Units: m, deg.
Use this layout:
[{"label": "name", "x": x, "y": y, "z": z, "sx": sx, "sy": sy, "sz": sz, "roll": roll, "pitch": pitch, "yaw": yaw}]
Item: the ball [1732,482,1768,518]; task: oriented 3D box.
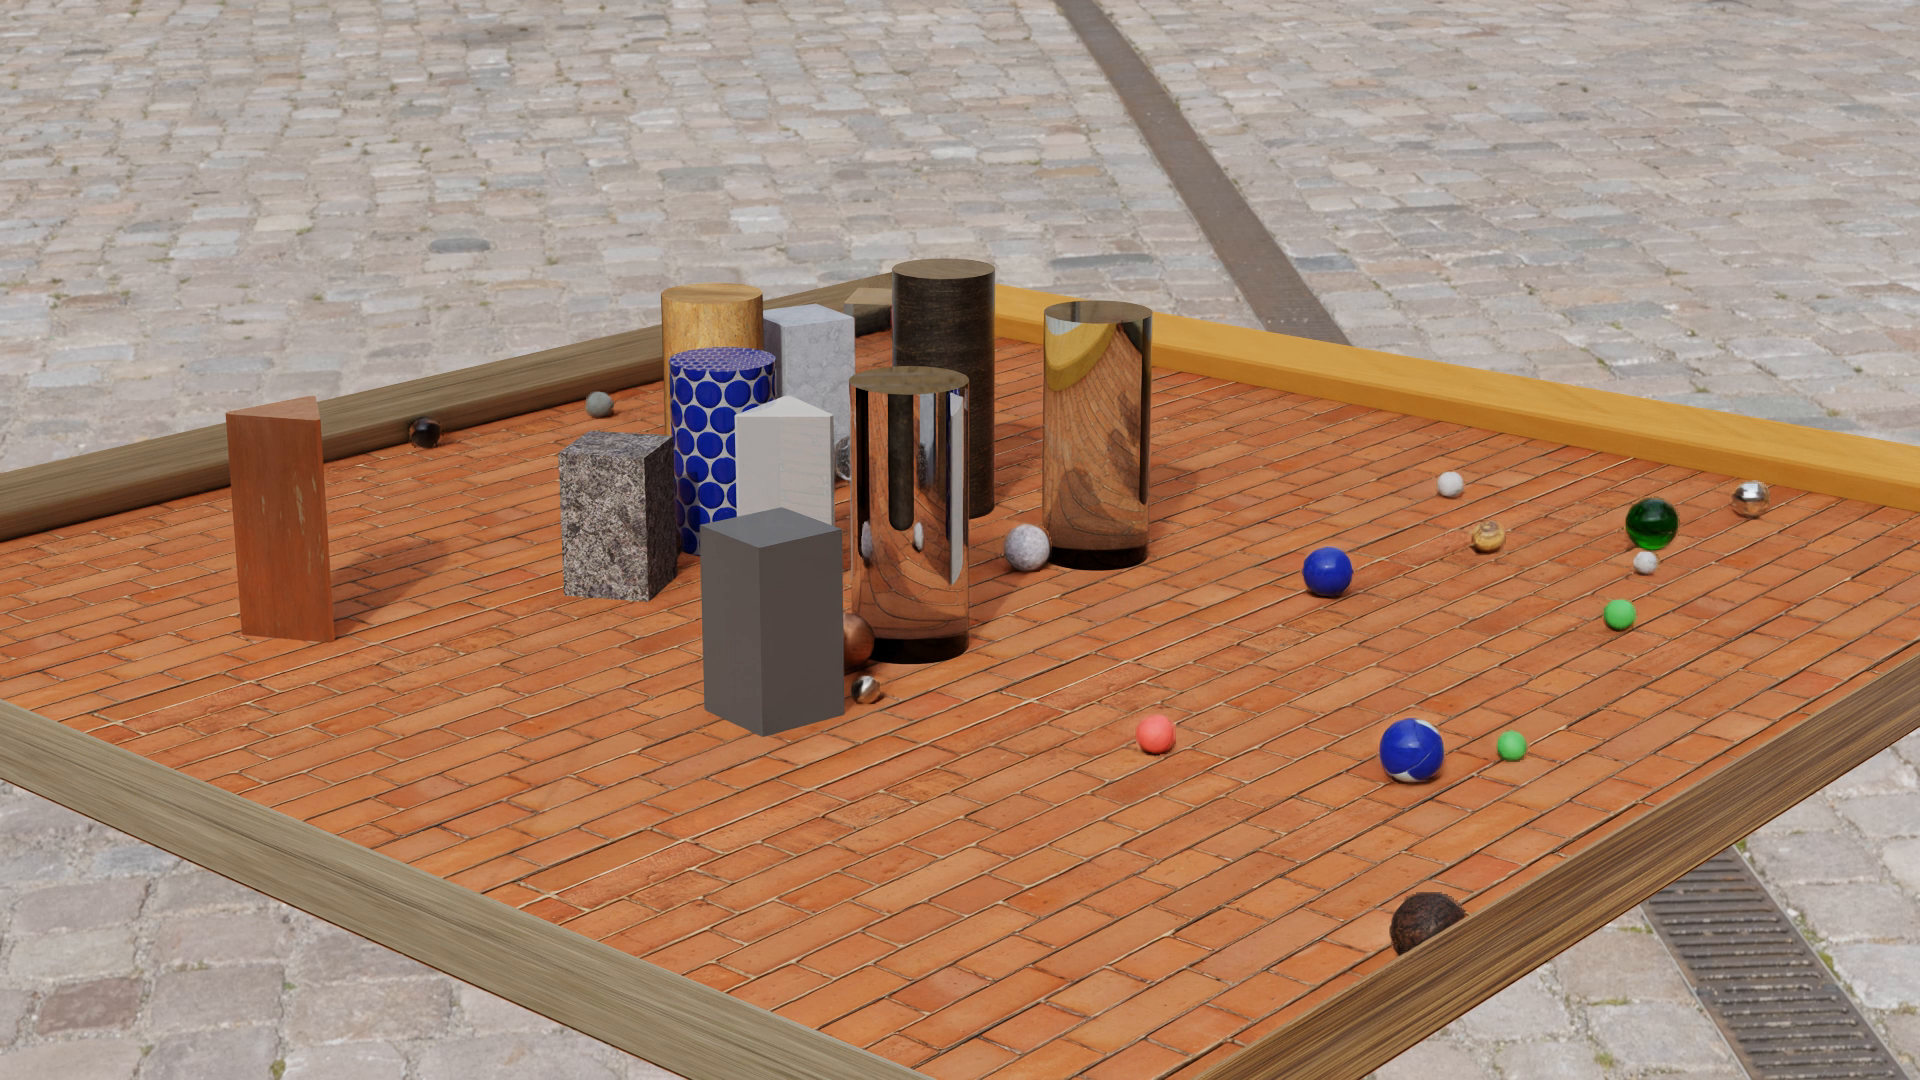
[{"label": "ball", "x": 1.505, "y": -0.077, "z": 5.584, "sx": 0.069, "sy": 0.069, "sz": 0.069, "roll": 0, "pitch": 17, "yaw": 0}]

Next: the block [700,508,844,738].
[{"label": "block", "x": -0.289, "y": 0.124, "z": 4.515, "sx": 0.156, "sy": 0.301, "sz": 0.156, "roll": -13, "pitch": 21, "yaw": -37}]

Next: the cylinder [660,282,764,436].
[{"label": "cylinder", "x": -0.476, "y": -0.281, "z": 5.681, "sx": 0.195, "sy": 0.403, "sz": 0.195, "roll": 0, "pitch": 17, "yaw": 0}]

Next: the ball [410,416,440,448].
[{"label": "ball", "x": -1.109, "y": -0.223, "z": 6.075, "sx": 0.064, "sy": 0.064, "sz": 0.064, "roll": 0, "pitch": 17, "yaw": 0}]

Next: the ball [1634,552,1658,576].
[{"label": "ball", "x": 1.225, "y": 0.041, "z": 5.236, "sx": 0.043, "sy": 0.043, "sz": 0.043, "roll": 0, "pitch": 17, "yaw": 0}]

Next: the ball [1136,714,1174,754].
[{"label": "ball", "x": 0.292, "y": 0.290, "z": 4.384, "sx": 0.058, "sy": 0.058, "sz": 0.058, "roll": 0, "pitch": 17, "yaw": 0}]

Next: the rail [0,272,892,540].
[{"label": "rail", "x": -1.154, "y": -0.258, "z": 6.079, "sx": 0.045, "sy": 0.126, "sz": 3.183, "roll": 14, "pitch": 22, "yaw": 39}]

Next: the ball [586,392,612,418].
[{"label": "ball", "x": -0.776, "y": -0.292, "z": 6.317, "sx": 0.057, "sy": 0.057, "sz": 0.057, "roll": 0, "pitch": 17, "yaw": 0}]

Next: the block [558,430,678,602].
[{"label": "block", "x": -0.598, "y": -0.043, "z": 5.143, "sx": 0.156, "sy": 0.259, "sz": 0.156, "roll": 4, "pitch": 17, "yaw": 13}]

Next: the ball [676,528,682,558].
[{"label": "ball", "x": -0.543, "y": 0.006, "z": 5.275, "sx": 0.088, "sy": 0.088, "sz": 0.088, "roll": 0, "pitch": 17, "yaw": 0}]

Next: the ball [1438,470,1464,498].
[{"label": "ball", "x": 0.957, "y": -0.108, "z": 5.715, "sx": 0.053, "sy": 0.053, "sz": 0.053, "roll": 0, "pitch": 17, "yaw": 0}]

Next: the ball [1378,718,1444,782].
[{"label": "ball", "x": 0.658, "y": 0.306, "z": 4.269, "sx": 0.095, "sy": 0.095, "sz": 0.095, "roll": 0, "pitch": 17, "yaw": 0}]

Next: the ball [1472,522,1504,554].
[{"label": "ball", "x": 0.965, "y": -0.005, "z": 5.361, "sx": 0.059, "sy": 0.059, "sz": 0.059, "roll": 0, "pitch": 17, "yaw": 0}]

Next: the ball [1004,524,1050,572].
[{"label": "ball", "x": 0.120, "y": 0.013, "z": 5.256, "sx": 0.084, "sy": 0.084, "sz": 0.084, "roll": 0, "pitch": 17, "yaw": 0}]

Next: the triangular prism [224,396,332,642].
[{"label": "triangular prism", "x": -1.107, "y": -0.039, "z": 4.915, "sx": 0.168, "sy": 0.382, "sz": 0.146, "roll": 5, "pitch": 17, "yaw": 15}]

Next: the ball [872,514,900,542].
[{"label": "ball", "x": -0.136, "y": -0.022, "z": 5.430, "sx": 0.052, "sy": 0.052, "sz": 0.052, "roll": 0, "pitch": 17, "yaw": 0}]

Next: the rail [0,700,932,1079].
[{"label": "rail", "x": -1.028, "y": 0.374, "z": 3.987, "sx": 3.103, "sy": 0.126, "sz": 0.045, "roll": 14, "pitch": 22, "yaw": 39}]

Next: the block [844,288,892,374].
[{"label": "block", "x": -0.148, "y": -0.352, "z": 6.079, "sx": 0.156, "sy": 0.310, "sz": 0.156, "roll": 3, "pitch": 17, "yaw": 9}]

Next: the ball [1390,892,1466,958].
[{"label": "ball", "x": 0.586, "y": 0.489, "z": 3.658, "sx": 0.097, "sy": 0.097, "sz": 0.097, "roll": 0, "pitch": 17, "yaw": 0}]

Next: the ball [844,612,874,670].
[{"label": "ball", "x": -0.185, "y": 0.163, "z": 4.744, "sx": 0.093, "sy": 0.093, "sz": 0.093, "roll": 0, "pitch": 17, "yaw": 0}]

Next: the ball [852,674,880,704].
[{"label": "ball", "x": -0.147, "y": 0.234, "z": 4.595, "sx": 0.045, "sy": 0.045, "sz": 0.045, "roll": 0, "pitch": 17, "yaw": 0}]

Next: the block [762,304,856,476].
[{"label": "block", "x": -0.316, "y": -0.295, "z": 5.873, "sx": 0.156, "sy": 0.318, "sz": 0.156, "roll": -10, "pitch": 20, "yaw": -31}]

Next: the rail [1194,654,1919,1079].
[{"label": "rail", "x": 1.154, "y": 0.321, "z": 4.161, "sx": 0.045, "sy": 0.126, "sz": 3.183, "roll": 14, "pitch": 22, "yaw": 39}]

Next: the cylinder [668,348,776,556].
[{"label": "cylinder", "x": -0.432, "y": -0.162, "z": 5.383, "sx": 0.195, "sy": 0.348, "sz": 0.195, "roll": 0, "pitch": 17, "yaw": 0}]

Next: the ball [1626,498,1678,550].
[{"label": "ball", "x": 1.270, "y": -0.029, "z": 5.380, "sx": 0.095, "sy": 0.095, "sz": 0.095, "roll": 0, "pitch": 17, "yaw": 0}]

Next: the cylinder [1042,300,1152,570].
[{"label": "cylinder", "x": 0.246, "y": -0.190, "z": 5.292, "sx": 0.195, "sy": 0.453, "sz": 0.195, "roll": 0, "pitch": 17, "yaw": 0}]

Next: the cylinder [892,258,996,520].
[{"label": "cylinder", "x": -0.031, "y": -0.287, "z": 5.588, "sx": 0.195, "sy": 0.468, "sz": 0.195, "roll": 0, "pitch": 17, "yaw": 0}]

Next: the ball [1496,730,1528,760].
[{"label": "ball", "x": 0.820, "y": 0.305, "z": 4.358, "sx": 0.044, "sy": 0.044, "sz": 0.044, "roll": 0, "pitch": 17, "yaw": 0}]

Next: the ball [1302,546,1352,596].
[{"label": "ball", "x": 0.641, "y": 0.055, "z": 5.113, "sx": 0.088, "sy": 0.088, "sz": 0.088, "roll": 0, "pitch": 17, "yaw": 0}]

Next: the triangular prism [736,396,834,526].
[{"label": "triangular prism", "x": -0.307, "y": -0.089, "z": 5.210, "sx": 0.168, "sy": 0.308, "sz": 0.146, "roll": 0, "pitch": 17, "yaw": 0}]

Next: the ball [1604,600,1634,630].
[{"label": "ball", "x": 1.110, "y": 0.126, "z": 4.940, "sx": 0.052, "sy": 0.052, "sz": 0.052, "roll": 0, "pitch": 17, "yaw": 0}]

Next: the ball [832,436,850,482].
[{"label": "ball", "x": -0.209, "y": -0.162, "z": 5.824, "sx": 0.093, "sy": 0.093, "sz": 0.093, "roll": 0, "pitch": 17, "yaw": 0}]

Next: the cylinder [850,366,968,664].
[{"label": "cylinder", "x": -0.082, "y": -0.042, "z": 4.803, "sx": 0.195, "sy": 0.452, "sz": 0.195, "roll": 0, "pitch": 17, "yaw": 0}]

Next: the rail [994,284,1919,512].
[{"label": "rail", "x": 1.028, "y": -0.310, "z": 6.253, "sx": 3.103, "sy": 0.126, "sz": 0.045, "roll": 14, "pitch": 22, "yaw": 39}]
